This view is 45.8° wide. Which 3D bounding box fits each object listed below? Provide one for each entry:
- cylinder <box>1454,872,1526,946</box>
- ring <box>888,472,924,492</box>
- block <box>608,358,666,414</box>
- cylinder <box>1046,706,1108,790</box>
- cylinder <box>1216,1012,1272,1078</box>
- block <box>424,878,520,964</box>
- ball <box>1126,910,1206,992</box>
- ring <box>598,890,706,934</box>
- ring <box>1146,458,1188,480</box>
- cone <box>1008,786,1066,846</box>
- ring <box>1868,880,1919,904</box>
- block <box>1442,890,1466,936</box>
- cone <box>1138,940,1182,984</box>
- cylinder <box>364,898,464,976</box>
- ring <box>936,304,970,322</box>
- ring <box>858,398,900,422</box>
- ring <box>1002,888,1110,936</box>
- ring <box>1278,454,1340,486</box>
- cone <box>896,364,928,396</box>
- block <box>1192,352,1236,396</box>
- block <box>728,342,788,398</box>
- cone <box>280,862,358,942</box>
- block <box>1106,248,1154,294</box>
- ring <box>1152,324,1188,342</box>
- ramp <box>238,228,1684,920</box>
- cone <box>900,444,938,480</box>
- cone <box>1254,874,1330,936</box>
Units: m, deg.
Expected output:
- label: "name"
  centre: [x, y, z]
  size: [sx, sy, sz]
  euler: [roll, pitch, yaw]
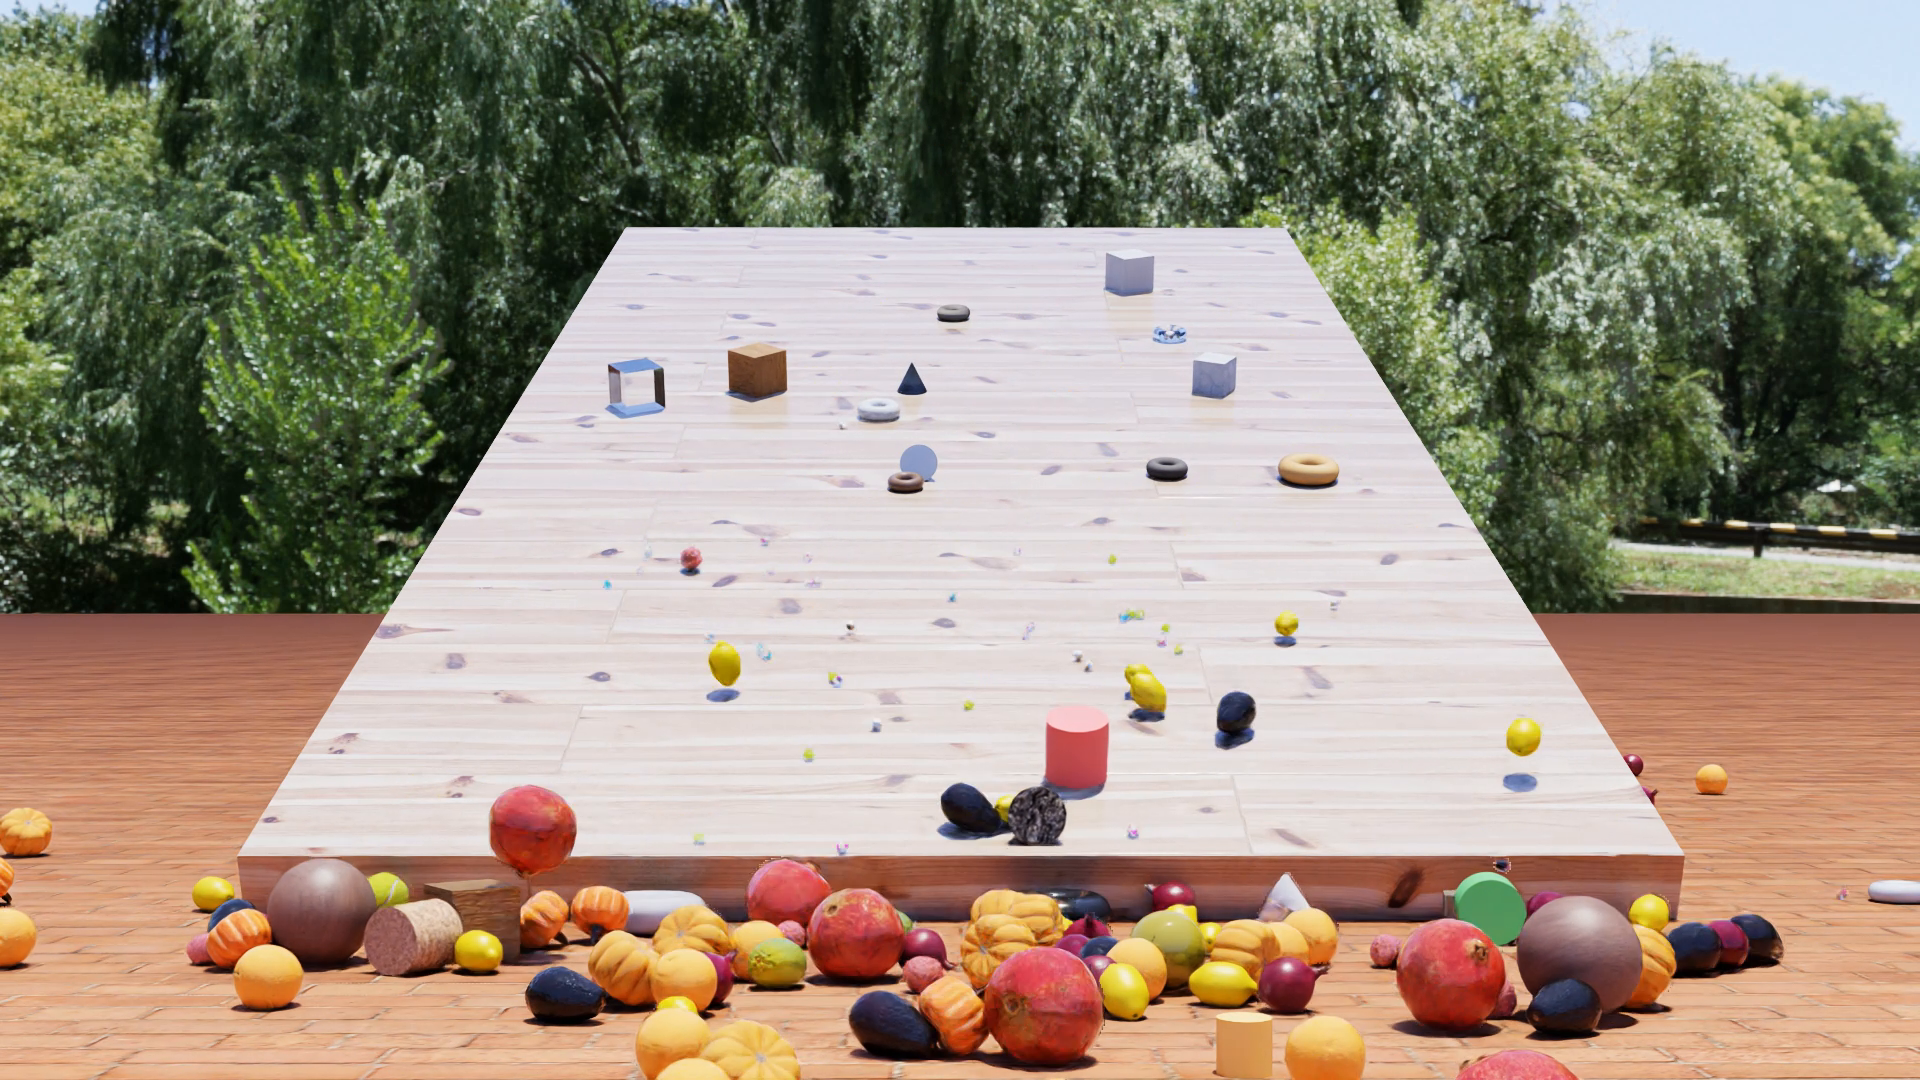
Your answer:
- label: "cylinder"
  centre: [0.690, 0.481, 2.959]
  size: [0.086, 0.086, 0.086]
  euler: [0, -2, 9]
- label: "ring"
  centre: [-0.110, -0.117, 4.600]
  size: [0.075, 0.025, 0.075]
  euler: [-1, 21, 0]
- label: "block"
  centre: [-0.729, -0.347, 5.119]
  size: [0.095, 0.095, 0.095]
  euler: [-12, 23, -29]
- label: "cylinder"
  centre: [0.172, 0.306, 3.354]
  size: [0.093, 0.093, 0.093]
  euler: [0, 20, 0]
- label: "cylinder"
  centre: [0.266, 0.473, 2.125]
  size: [0.052, 0.052, 0.052]
  euler: [0, -2, 0]
- label: "block"
  centre: [-0.609, 0.475, 2.831]
  size: [0.090, 0.090, 0.090]
  euler: [1, -2, -36]
- label: "ball"
  centre: [0.235, 0.467, 2.581]
  size: [0.091, 0.091, 0.091]
  euler: [0, -2, 0]
- label: "ring"
  centre: [-0.415, 0.503, 3.068]
  size: [0.146, 0.049, 0.146]
  euler: [0, -3, 0]
- label: "ring"
  centre: [0.427, -0.148, 4.681]
  size: [0.087, 0.029, 0.087]
  euler: [1, 20, 0]
- label: "cone"
  centre: [0.107, 0.390, 3.207]
  size: [0.083, 0.083, 0.083]
  euler: [0, -6, -1]
- label: "ring"
  centre: [1.391, 0.521, 3.363]
  size: [0.086, 0.029, 0.086]
  euler: [0, -3, 0]
- label: "block"
  centre: [0.674, 0.499, 3.033]
  size: [0.054, 0.054, 0.054]
  euler: [0, -2, 9]
- label: "cone"
  centre: [0.221, 0.503, 2.652]
  size: [0.053, 0.053, 0.053]
  euler: [1, -29, -34]
- label: "cylinder"
  centre: [-0.654, 0.476, 2.719]
  size: [0.082, 0.082, 0.082]
  euler: [-1, -2, 28]
- label: "ring"
  centre: [-0.017, -0.588, 5.871]
  size: [0.087, 0.029, 0.087]
  euler: [-1, 21, 0]
- label: "ring"
  centre: [-0.181, -0.290, 5.058]
  size: [0.098, 0.033, 0.098]
  euler: [1, 21, 0]
- label: "ring"
  centre: [0.130, 0.503, 3.065]
  size: [0.147, 0.049, 0.147]
  euler: [-1, 0, 0]
- label: "ring"
  centre: [0.715, -0.145, 4.656]
  size: [0.125, 0.042, 0.125]
  euler: [1, 20, 0]
- label: "cone"
  centre: [-0.111, -0.378, 5.241]
  size: [0.071, 0.071, 0.071]
  euler: [0, 20, 0]
- label: "block"
  centre: [0.589, -0.384, 5.251]
  size: [0.077, 0.077, 0.077]
  euler: [11, 23, 26]
- label: "block"
  centre: [-0.467, -0.392, 5.242]
  size: [0.096, 0.096, 0.096]
  euler: [19, 27, 41]
- label: "cone"
  centre: [-0.845, 0.475, 3.000]
  size: [0.099, 0.099, 0.099]
  euler: [0, -2, 0]
- label: "block"
  centre: [0.461, -0.730, 6.161]
  size: [0.095, 0.095, 0.095]
  euler: [-10, 23, -26]
- label: "ring"
  centre: [0.525, -0.517, 5.680]
  size: [0.087, 0.029, 0.087]
  euler: [-1, 21, 0]
- label: "ramp"
  centre: [-0.005, -0.209, 5.029]
  size: [2.000, 0.100, 4.000]
  euler: [0, 20, 0]
- label: "cone"
  centre: [-0.082, -0.153, 4.682]
  size: [0.078, 0.078, 0.078]
  euler: [0, -6, 4]
- label: "cone"
  centre: [0.454, 0.505, 3.022]
  size: [0.090, 0.090, 0.090]
  euler: [28, 9, 20]
